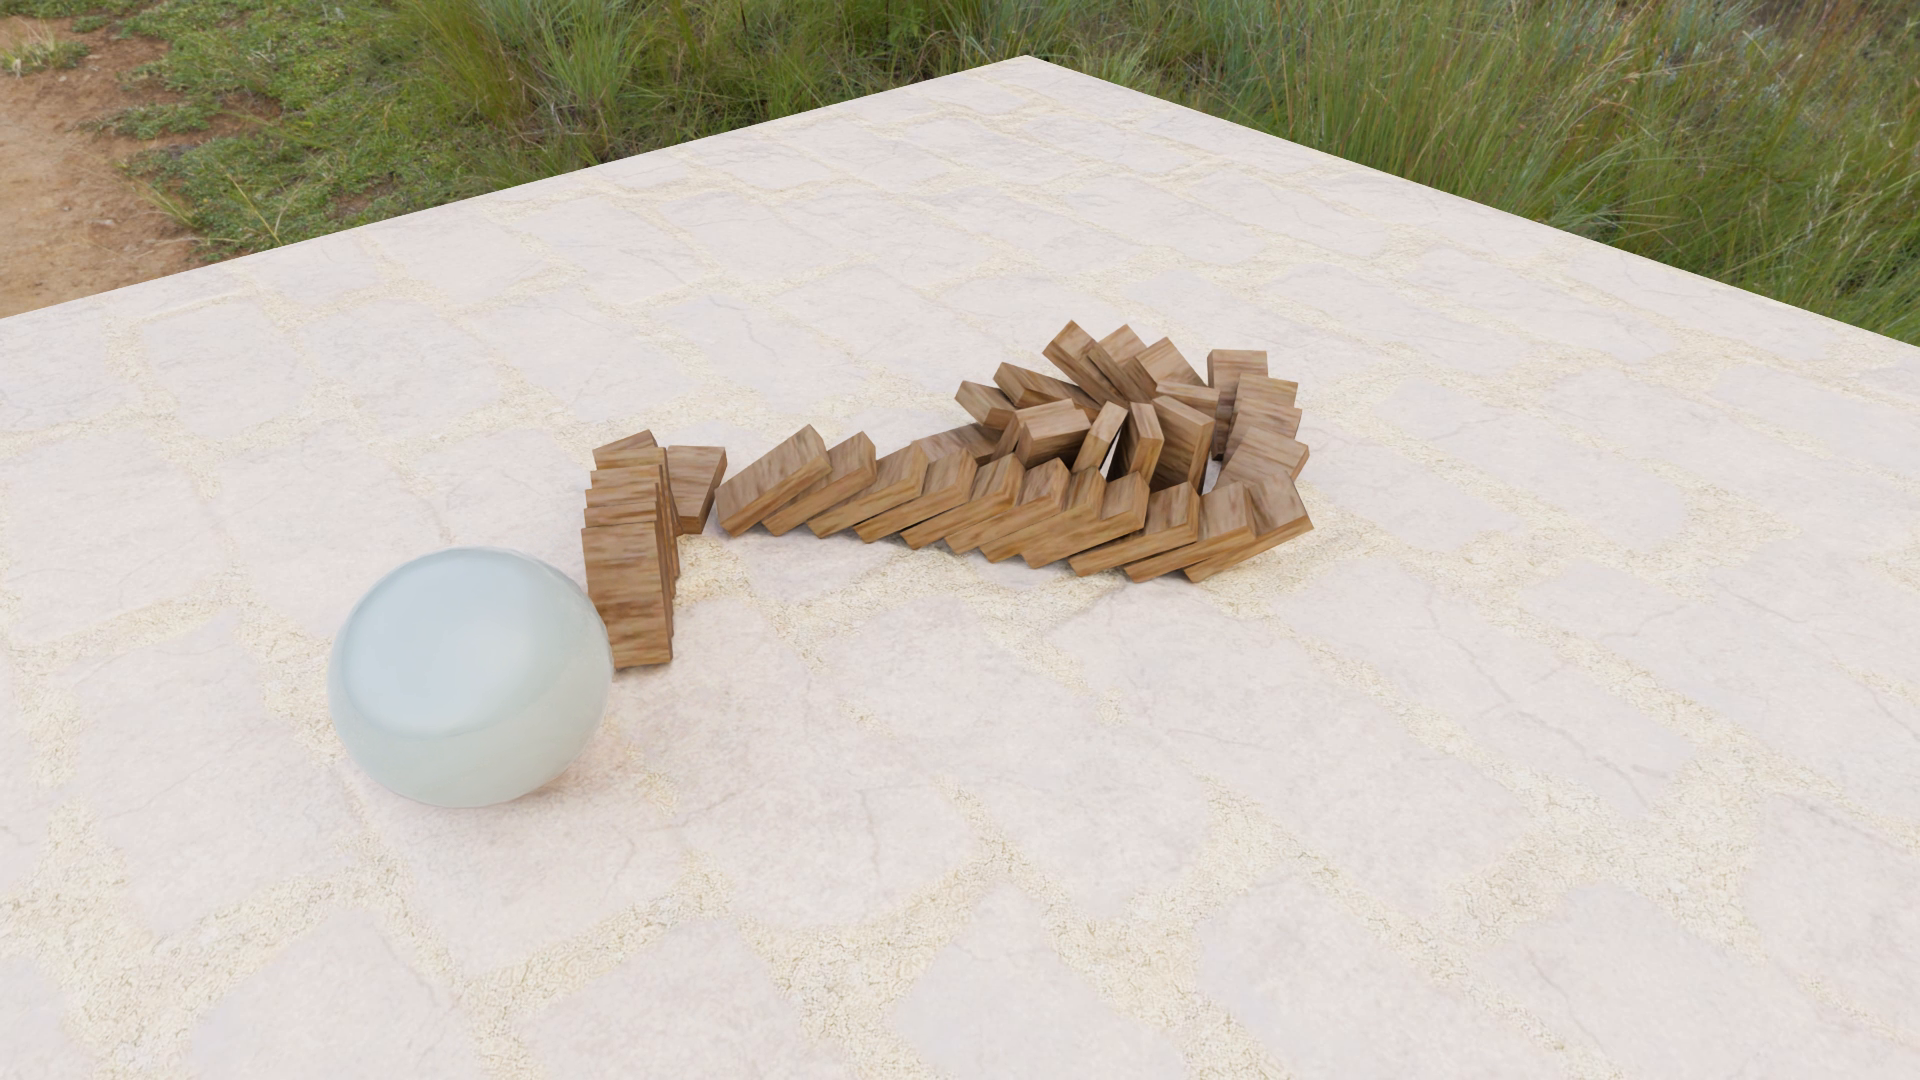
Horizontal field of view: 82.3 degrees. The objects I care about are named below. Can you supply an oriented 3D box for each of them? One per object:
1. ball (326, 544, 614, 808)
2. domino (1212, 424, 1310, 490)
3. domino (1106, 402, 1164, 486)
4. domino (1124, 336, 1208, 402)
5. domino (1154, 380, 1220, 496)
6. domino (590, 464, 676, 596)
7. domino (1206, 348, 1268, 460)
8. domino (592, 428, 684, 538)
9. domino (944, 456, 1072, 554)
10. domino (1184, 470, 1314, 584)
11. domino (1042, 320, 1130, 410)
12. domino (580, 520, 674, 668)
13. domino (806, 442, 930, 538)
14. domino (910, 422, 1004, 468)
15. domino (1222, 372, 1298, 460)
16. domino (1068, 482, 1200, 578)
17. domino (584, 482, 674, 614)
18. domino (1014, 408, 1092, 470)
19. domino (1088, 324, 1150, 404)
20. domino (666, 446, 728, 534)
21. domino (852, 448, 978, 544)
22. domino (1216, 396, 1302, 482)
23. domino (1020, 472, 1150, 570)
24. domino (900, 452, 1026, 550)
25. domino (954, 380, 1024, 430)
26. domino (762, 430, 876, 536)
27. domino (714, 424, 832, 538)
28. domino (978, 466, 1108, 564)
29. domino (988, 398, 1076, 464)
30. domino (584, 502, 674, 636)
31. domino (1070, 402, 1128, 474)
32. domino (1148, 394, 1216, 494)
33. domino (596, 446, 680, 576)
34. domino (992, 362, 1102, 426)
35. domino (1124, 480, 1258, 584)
[{"bbox_3d":[-0.148,0.041,0.338,0.080,0.080,0.080,0,39,0],"label":"ball"},{"bbox_3d":[0.119,-0.021,0.449,0.025,0.010,0.050,28,79,30],"label":"domino"},{"bbox_3d":[0.069,-0.027,0.444,0.009,0.050,0.025,6,39,-8],"label":"domino"},{"bbox_3d":[0.101,-0.067,0.505,0.025,0.010,0.050,-33,83,-34],"label":"domino"},{"bbox_3d":[0.092,-0.041,0.461,0.025,0.050,0.009,11,39,14],"label":"domino"},{"bbox_3d":[-0.124,-0.003,0.418,0.025,0.050,0.009,-6,4,-7],"label":"domino"},{"bbox_3d":[0.126,-0.061,0.495,0.025,0.009,0.050,1,75,-3],"label":"domino"},{"bbox_3d":[-0.132,-0.020,0.449,0.025,0.010,0.050,-21,60,-6],"label":"domino"},{"bbox_3d":[0.019,-0.013,0.436,0.050,0.010,0.025,-23,29,31],"label":"domino"},{"bbox_3d":[0.109,-0.005,0.428,0.050,0.010,0.025,-27,42,19],"label":"domino"},{"bbox_3d":[0.064,-0.080,0.520,0.050,0.009,0.025,41,43,-2],"label":"domino"},{"bbox_3d":[-0.118,0.019,0.391,0.025,0.050,0.009,-6,4,-7],"label":"domino"},{"bbox_3d":[-0.038,-0.020,0.448,0.050,0.010,0.025,-22,33,24],"label":"domino"},{"bbox_3d":[0.006,-0.041,0.493,0.050,0.010,0.025,-19,43,-22],"label":"domino"},{"bbox_3d":[0.130,-0.046,0.479,0.025,0.010,0.050,12,74,12],"label":"domino"},{"bbox_3d":[0.068,-0.004,0.428,0.050,0.010,0.025,-19,34,29],"label":"domino"},{"bbox_3d":[-0.123,0.005,0.409,0.025,0.050,0.009,-6,4,-7],"label":"domino"},{"bbox_3d":[0.035,-0.033,0.452,0.025,0.050,0.009,-13,64,-16],"label":"domino"},{"bbox_3d":[0.085,-0.076,0.515,0.050,0.009,0.025,50,51,4],"label":"domino"},{"bbox_3d":[-0.118,-0.022,0.471,0.025,0.009,0.050,2,39,2],"label":"domino"},{"bbox_3d":[-0.018,-0.018,0.445,0.050,0.009,0.025,-22,31,27],"label":"domino"},{"bbox_3d":[0.125,-0.034,0.464,0.025,0.009,0.050,16,75,18],"label":"domino"},{"bbox_3d":[0.049,-0.008,0.431,0.050,0.010,0.025,-22,29,31],"label":"domino"},{"bbox_3d":[0.001,-0.015,0.441,0.050,0.009,0.025,-23,29,31],"label":"domino"},{"bbox_3d":[0.025,-0.058,0.496,0.050,0.010,0.025,6,30,-39],"label":"domino"},{"bbox_3d":[-0.058,-0.023,0.452,0.050,0.010,0.025,-28,37,16],"label":"domino"},{"bbox_3d":[-0.077,-0.025,0.454,0.050,0.010,0.025,-34,39,8],"label":"domino"},{"bbox_3d":[0.033,-0.010,0.434,0.050,0.010,0.025,-23,29,31],"label":"domino"},{"bbox_3d":[0.030,-0.041,0.463,0.025,0.050,0.010,-14,72,-17],"label":"domino"},{"bbox_3d":[-0.120,0.012,0.400,0.025,0.050,0.009,-6,4,-7],"label":"domino"},{"bbox_3d":[0.052,-0.029,0.447,0.010,0.050,0.025,27,44,7],"label":"domino"},{"bbox_3d":[0.086,-0.031,0.448,0.010,0.050,0.025,-23,44,-37],"label":"domino"},{"bbox_3d":[-0.125,-0.010,0.427,0.025,0.050,0.009,-6,4,-7],"label":"domino"},{"bbox_3d":[0.042,-0.066,0.506,0.050,0.010,0.025,11,30,-35],"label":"domino"},{"bbox_3d":[0.088,-0.003,0.425,0.050,0.009,0.025,-22,37,26],"label":"domino"}]
